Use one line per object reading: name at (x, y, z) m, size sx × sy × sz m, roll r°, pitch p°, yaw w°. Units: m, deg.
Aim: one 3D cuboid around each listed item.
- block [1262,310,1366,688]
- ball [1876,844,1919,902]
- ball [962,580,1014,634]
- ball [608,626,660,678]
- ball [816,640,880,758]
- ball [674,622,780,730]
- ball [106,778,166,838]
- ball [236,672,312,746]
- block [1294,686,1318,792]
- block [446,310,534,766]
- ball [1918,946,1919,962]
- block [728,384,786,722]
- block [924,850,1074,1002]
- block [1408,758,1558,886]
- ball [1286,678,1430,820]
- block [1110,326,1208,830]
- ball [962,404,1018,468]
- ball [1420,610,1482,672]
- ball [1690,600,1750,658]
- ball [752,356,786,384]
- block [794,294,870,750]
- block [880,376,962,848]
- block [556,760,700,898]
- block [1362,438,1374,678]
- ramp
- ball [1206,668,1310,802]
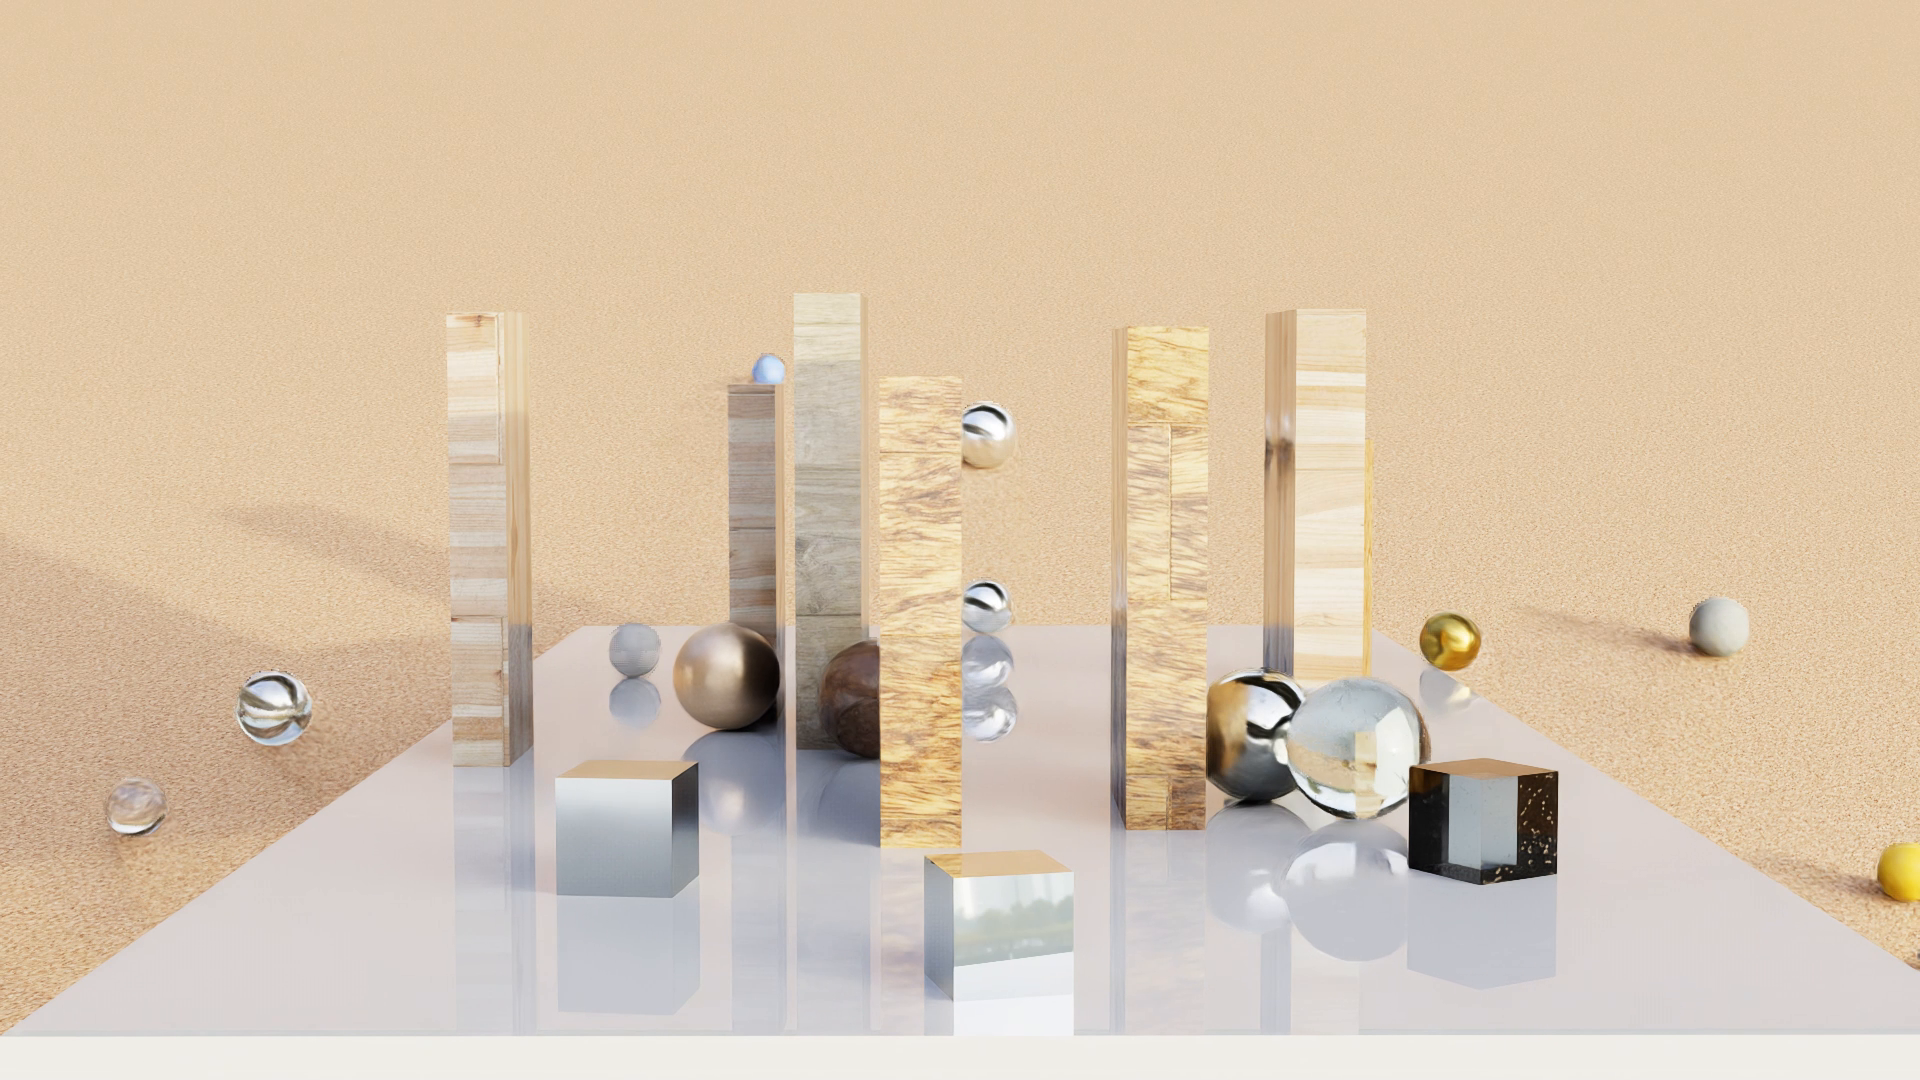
block at (0.596, -0.010, 4.348) m, size 0.112 × 0.751 × 0.415 m, roll 0°, pitch 4°, yaw 0°
ball at (1.952, 0.686, 5.290) m, size 0.117 × 0.117 × 0.117 m, roll 0°, pitch 19°, yaw 0°
ball at (0.063, 0.165, 6.312) m, size 0.134 × 0.134 × 0.134 m, roll 0°, pitch 19°, yaw 0°
ball at (-0.692, 0.236, 5.456) m, size 0.111 × 0.111 × 0.111 m, roll 0°, pitch 19°, yaw 0°
ball at (-0.141, 0.268, 4.327) m, size 0.200 × 0.200 × 0.200 m, roll 0°, pitch 19°, yaw 0°
ball at (-0.424, 0.248, 4.666) m, size 0.195 × 0.195 × 0.195 m, roll 0°, pitch 19°, yaw 0°
ball at (-1.790, 0.583, 5.575) m, size 0.127 × 0.127 × 0.127 m, roll 0°, pitch 19°, yaw 0°
ball at (-1.614, 0.398, 6.040) m, size 0.173 × 0.173 × 0.173 m, roll 0°, pitch 19°, yaw 0°
block at (0.508, 0.313, 4.064) m, size 0.147 × 0.147 × 0.147 m, roll 1°, pitch 4°, yaw 21°
block at (-0.792, -0.008, 4.339) m, size 0.093 × 0.751 × 0.247 m, roll 0°, pitch 4°, yaw 0°
ball at (1.910, 0.804, 4.963) m, size 0.108 × 0.108 × 0.108 m, roll 0°, pitch 19°, yaw 0°
block at (-0.384, 0.017, 4.875) m, size 0.087 × 0.626 × 0.253 m, roll 0°, pitch 4°, yaw 0°
block at (0.040, 0.411, 2.750) m, size 0.130 × 0.130 × 0.130 m, roll -1°, pitch 4°, yaw -14°
block at (0.685, 0.366, 3.360) m, size 0.135 × 0.135 × 0.135 m, roll -2°, pitch 5°, yaw -32°
ball at (0.580, 0.304, 3.739) m, size 0.208 × 0.208 × 0.208 m, roll 0°, pitch 19°, yaw 0°
block at (0.293, 0.044, 3.820) m, size 0.114 × 0.716 × 0.369 m, roll 0°, pitch 4°, yaw 0°
ball at (0.081, -0.328, 8.096) m, size 0.203 × 0.203 × 0.203 m, roll 0°, pitch 19°, yaw 0°
ball at (1.088, 0.225, 5.696) m, size 0.135 × 0.135 × 0.135 m, roll 0°, pitch 19°, yaw 0°
ball at (1.945, 0.227, 6.571) m, size 0.150 × 0.150 × 0.150 m, roll 0°, pitch 19°, yaw 0°
ball at (-0.670, -0.588, 8.984) m, size 0.115 × 0.115 × 0.115 m, roll 0°, pitch 19°, yaw 0°
block at (-0.227, -0.043, 4.601) m, size 0.114 × 0.784 × 0.399 m, roll 0°, pitch 4°, yaw 0°
block at (-0.054, 0.090, 3.663) m, size 0.111 × 0.647 × 0.320 m, roll 0°, pitch 4°, yaw 0°
block at (-0.423, 0.366, 3.274) m, size 0.148 × 0.148 × 0.148 m, roll 0°, pitch 4°, yaw 7°
block at (0.770, 0.046, 5.271) m, size 0.109 × 0.514 × 0.274 m, roll 0°, pitch 4°, yaw 0°
ramp at (0.045, 0.404, 4.539) m, size 2.000 × 0.100 × 4.000 m, roll 0°, pitch 4°, yaw 0°
ball at (0.451, 0.297, 3.898) m, size 0.202 × 0.202 × 0.202 m, roll 0°, pitch 19°, yaw 0°
